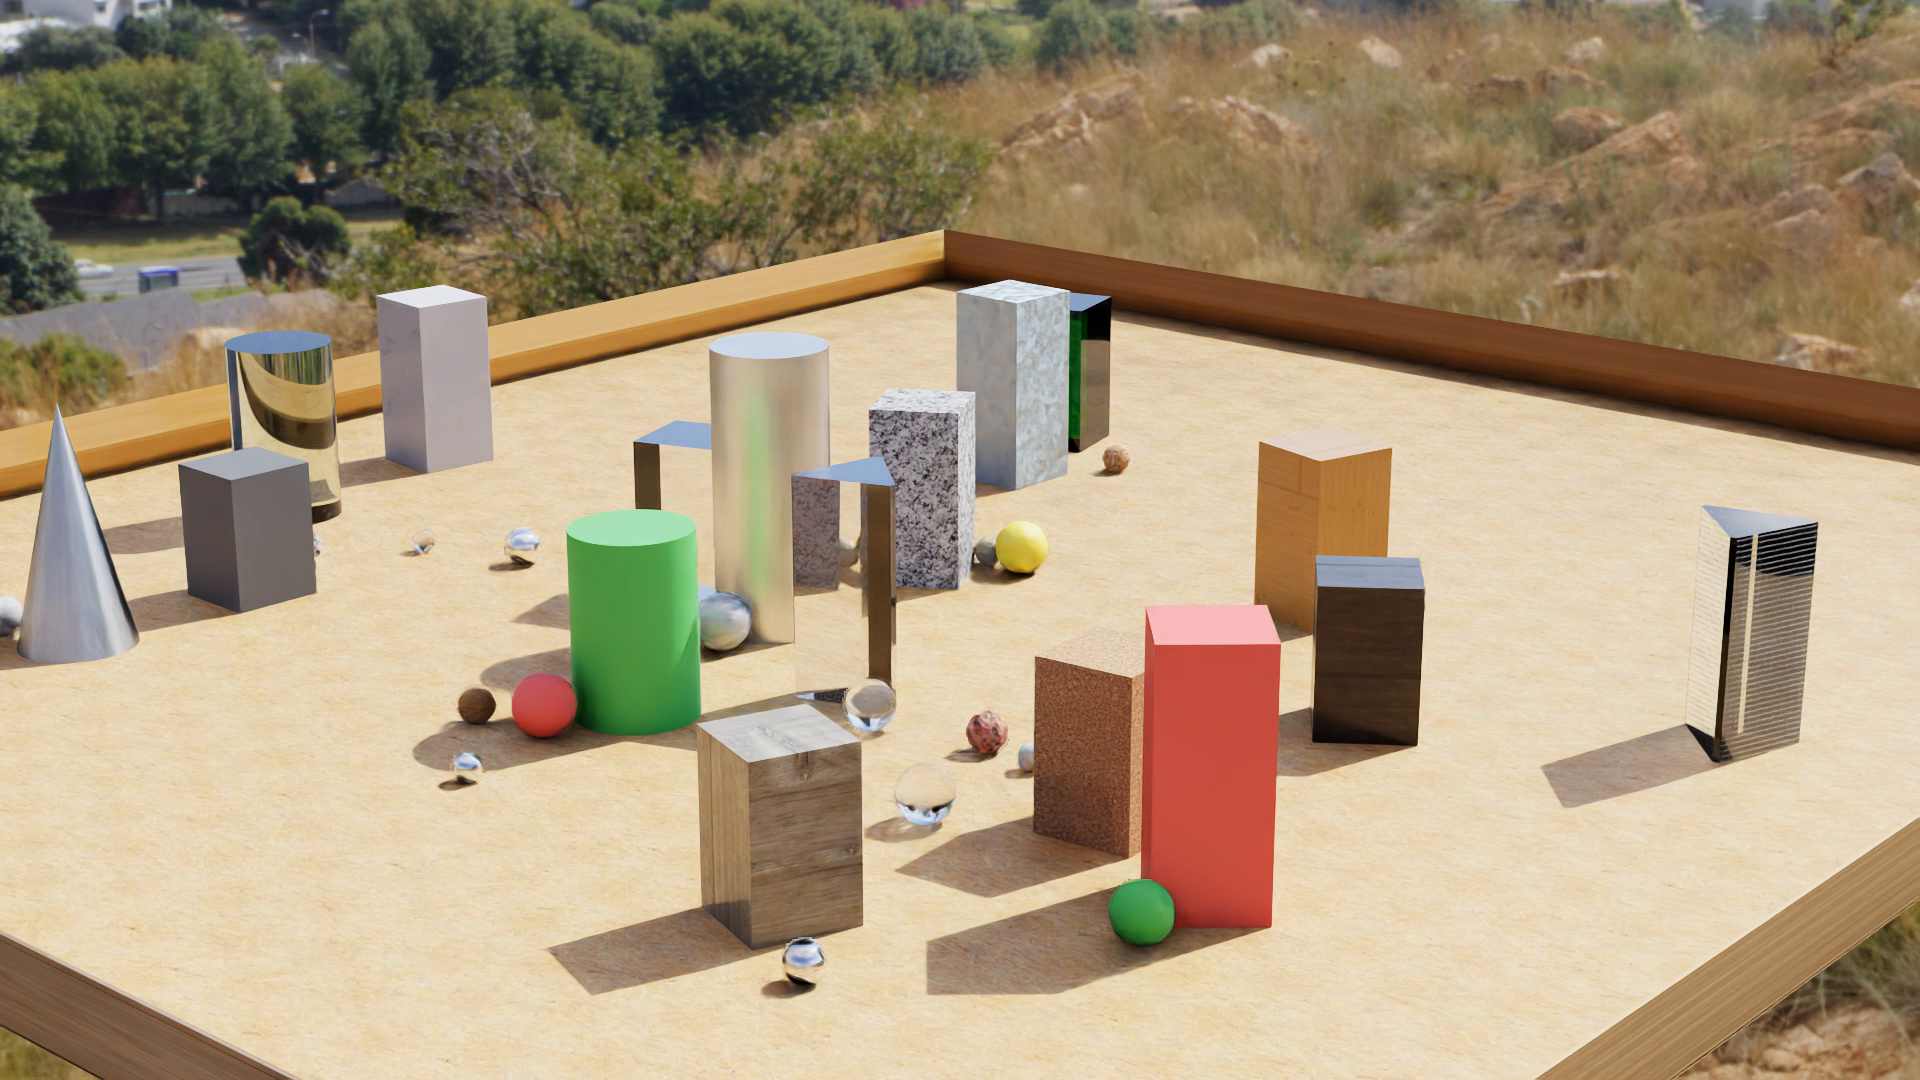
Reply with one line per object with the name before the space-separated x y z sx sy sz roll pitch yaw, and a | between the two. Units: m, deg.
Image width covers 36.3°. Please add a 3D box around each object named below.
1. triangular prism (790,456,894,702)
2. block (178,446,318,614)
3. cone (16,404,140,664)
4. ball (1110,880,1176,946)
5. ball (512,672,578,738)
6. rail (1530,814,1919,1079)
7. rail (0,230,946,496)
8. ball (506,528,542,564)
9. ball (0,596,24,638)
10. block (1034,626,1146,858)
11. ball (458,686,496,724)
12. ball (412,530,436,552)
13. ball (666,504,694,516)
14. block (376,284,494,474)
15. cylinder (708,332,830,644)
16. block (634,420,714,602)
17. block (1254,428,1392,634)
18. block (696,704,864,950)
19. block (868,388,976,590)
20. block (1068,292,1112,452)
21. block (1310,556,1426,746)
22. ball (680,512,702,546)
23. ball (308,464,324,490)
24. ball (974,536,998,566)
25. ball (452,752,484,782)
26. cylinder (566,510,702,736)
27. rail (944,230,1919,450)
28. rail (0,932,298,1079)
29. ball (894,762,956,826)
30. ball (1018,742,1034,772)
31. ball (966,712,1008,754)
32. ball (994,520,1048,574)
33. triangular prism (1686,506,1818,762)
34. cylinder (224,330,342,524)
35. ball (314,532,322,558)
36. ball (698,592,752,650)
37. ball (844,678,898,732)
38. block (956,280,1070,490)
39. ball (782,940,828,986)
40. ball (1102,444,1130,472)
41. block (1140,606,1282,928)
triangular prism | -0.154 0.062 4.617 0.171 0.363 0.148 6 18 20
block | -1.240 -0.019 5.106 0.158 0.238 0.158 15 22 40
cone | -1.467 -0.026 4.820 0.198 0.414 0.198 0 17 0
ball | 0.232 0.475 3.731 0.085 0.085 0.085 0 17 0
ball | -0.631 0.250 4.453 0.099 0.099 0.099 0 17 0
rail | 1.358 0.372 3.991 0.045 0.129 4.067 14 22 39
rail | -1.358 -0.308 6.249 0.045 0.129 4.067 14 22 39
ball | -0.788 0.012 5.301 0.064 0.064 0.064 0 17 0
ball | -1.601 0.128 4.909 0.069 0.069 0.069 0 17 0
block | 0.213 0.279 4.075 0.158 0.262 0.158 12 20 34
ball | -0.743 0.255 4.508 0.058 0.058 0.058 0 17 0
ball | -0.984 0.001 5.377 0.042 0.042 0.042 0 17 0
ball | -0.526 -0.041 5.496 0.054 0.054 0.054 0 17 0
block | -1.065 -0.328 5.951 0.158 0.340 0.158 -15 22 -40
cylinder | -0.315 -0.088 4.903 0.198 0.487 0.198 0 17 0
block | -0.460 -0.048 5.129 0.158 0.280 0.158 7 18 21
block | 0.616 -0.017 4.989 0.158 0.301 0.158 -11 20 -32
block | -0.232 0.368 3.788 0.158 0.255 0.158 -9 19 -27
block | -0.066 -0.092 5.205 0.158 0.320 0.158 3 17 11
block | 0.209 -0.353 6.107 0.158 0.298 0.158 8 18 24
block | 0.619 0.167 4.469 0.158 0.248 0.158 2 17 5
ball | -0.508 -0.015 5.382 0.070 0.070 0.070 0 17 0
ball | -1.278 -0.125 5.778 0.052 0.052 0.052 0 17 0
ball | 0.053 0.020 5.295 0.053 0.053 0.053 0 17 0
ball | -0.717 0.332 4.276 0.044 0.044 0.044 0 17 0
cylinder | -0.501 0.125 4.515 0.198 0.302 0.198 0 17 0
rail | 1.318 -0.406 6.573 3.645 0.129 0.045 14 22 39
rail | -1.318 0.470 3.667 3.645 0.129 0.045 14 22 39
ball | -0.048 0.357 4.118 0.087 0.087 0.087 0 17 0
ball | 0.106 0.319 4.317 0.044 0.044 0.044 0 17 0
ball | 0.041 0.288 4.390 0.063 0.063 0.063 0 17 0
ball | 0.110 0.013 5.247 0.095 0.095 0.095 0 17 0
triangular prism | 1.158 0.133 4.407 0.171 0.349 0.148 -10 19 -29
cylinder | -1.286 -0.213 5.577 0.198 0.336 0.198 0 17 0
ball | -1.161 0.009 5.214 0.052 0.052 0.052 0 17 0
ball | -0.393 0.134 4.839 0.098 0.098 0.098 0 17 0
ball | -0.136 0.252 4.477 0.081 0.081 0.081 0 17 0
block | 0.105 -0.310 5.829 0.158 0.376 0.158 15 22 40
ball | -0.192 0.522 3.622 0.057 0.057 0.057 0 17 0
ball | 0.314 -0.164 5.903 0.055 0.055 0.055 0 17 0
block | 0.323 0.293 3.810 0.158 0.387 0.158 0 17 -1
